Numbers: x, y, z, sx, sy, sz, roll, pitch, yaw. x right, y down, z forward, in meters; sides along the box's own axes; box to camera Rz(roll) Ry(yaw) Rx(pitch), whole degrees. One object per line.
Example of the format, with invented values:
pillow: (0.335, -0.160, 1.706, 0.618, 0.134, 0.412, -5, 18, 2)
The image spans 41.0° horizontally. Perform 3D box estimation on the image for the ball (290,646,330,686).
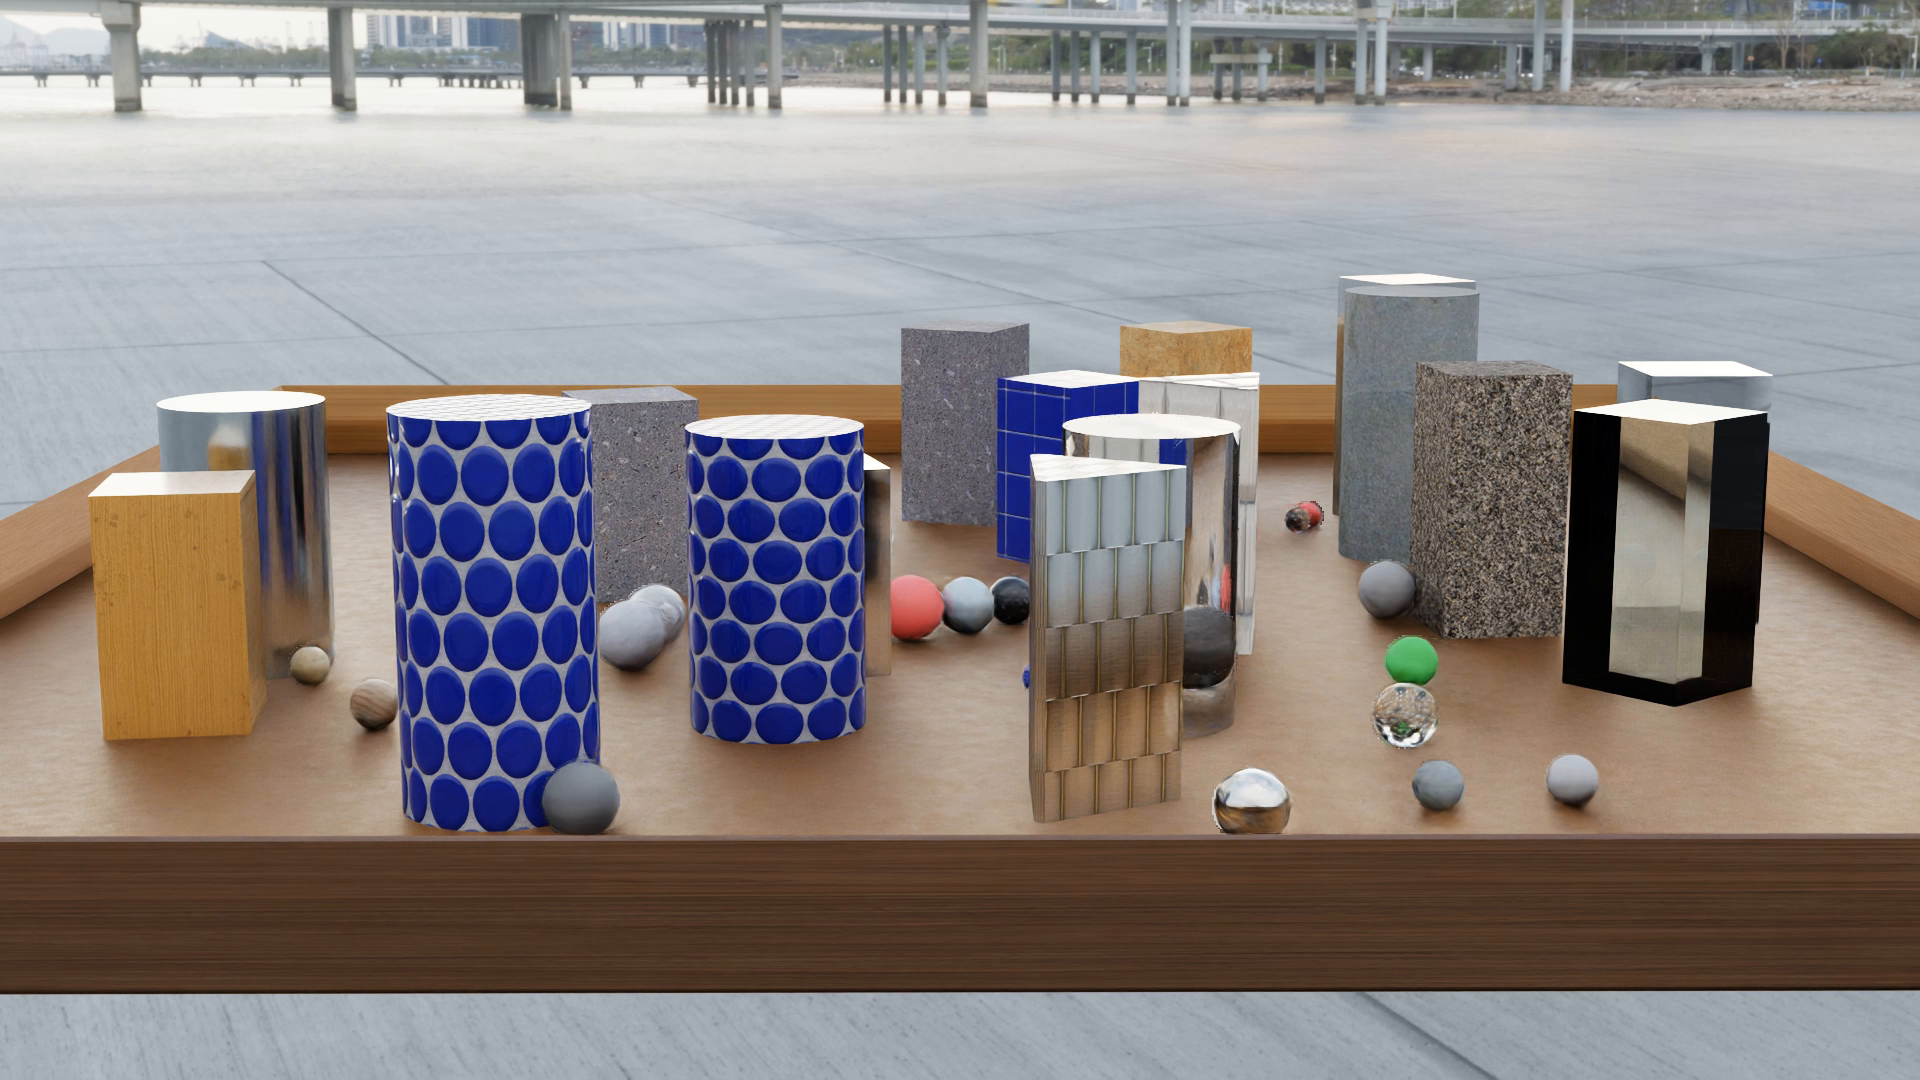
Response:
ball: (-0.772, 0.149, 3.047, 0.047, 0.047, 0.047, 0, 11, 0)

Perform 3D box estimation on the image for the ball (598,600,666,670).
ball: (-0.402, 0.116, 3.128, 0.084, 0.084, 0.084, 0, 11, 0)

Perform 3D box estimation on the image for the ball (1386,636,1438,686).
ball: (0.535, 0.144, 3.037, 0.061, 0.061, 0.061, 0, 11, 0)

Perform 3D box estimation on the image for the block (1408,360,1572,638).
block: (0.690, -0.056, 3.351, 0.157, 0.339, 0.157, -1, 11, -7)

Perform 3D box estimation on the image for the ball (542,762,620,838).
ball: (-0.361, 0.248, 2.445, 0.073, 0.073, 0.073, 0, 11, 0)

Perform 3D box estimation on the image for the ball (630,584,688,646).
ball: (-0.385, 0.096, 3.249, 0.078, 0.078, 0.078, 0, 11, 0)

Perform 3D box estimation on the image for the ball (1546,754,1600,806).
ball: (0.610, 0.239, 2.553, 0.051, 0.051, 0.051, 0, 11, 0)

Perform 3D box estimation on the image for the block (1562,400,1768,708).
block: (0.829, 0.011, 3.024, 0.157, 0.328, 0.157, -9, 14, -40)

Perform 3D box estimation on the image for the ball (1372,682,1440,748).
ball: (0.481, 0.189, 2.769, 0.071, 0.071, 0.071, 0, 11, 0)

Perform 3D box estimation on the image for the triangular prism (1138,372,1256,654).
triangular prism: (0.338, -0.041, 3.288, 0.170, 0.334, 0.147, 8, 13, 37)

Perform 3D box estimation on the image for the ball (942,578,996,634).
ball: (0.009, 0.085, 3.321, 0.074, 0.074, 0.074, 0, 11, 0)

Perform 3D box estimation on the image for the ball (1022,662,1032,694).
ball: (0.094, 0.161, 2.997, 0.043, 0.043, 0.043, 0, 11, 0)

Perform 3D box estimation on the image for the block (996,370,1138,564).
block: (0.166, -0.106, 3.815, 0.157, 0.269, 0.157, -9, 14, -40)

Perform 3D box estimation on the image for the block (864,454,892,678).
block: (-0.181, 0.030, 3.128, 0.157, 0.253, 0.157, -3, 11, -16)

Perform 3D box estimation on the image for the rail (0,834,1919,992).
rail: (0.008, 0.292, 2.051, 2.557, 0.128, 0.045, 0, 11, 0)

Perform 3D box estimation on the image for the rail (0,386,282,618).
rail: (-1.255, 0.034, 3.442, 0.045, 0.128, 2.890, 0, 11, 0)

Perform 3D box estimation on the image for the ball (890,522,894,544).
ball: (-0.131, -0.010, 3.859, 0.065, 0.065, 0.065, 0, 11, 0)

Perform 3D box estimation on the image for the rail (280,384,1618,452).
rail: (-0.008, -0.226, 4.846, 2.557, 0.128, 0.045, 0, 11, 0)

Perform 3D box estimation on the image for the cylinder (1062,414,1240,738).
cylinder: (0.212, 0.037, 2.868, 0.196, 0.332, 0.196, 0, 11, 0)

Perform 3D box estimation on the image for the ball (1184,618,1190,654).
ball: (0.222, 0.113, 3.031, 0.097, 0.097, 0.097, 0, 11, 0)

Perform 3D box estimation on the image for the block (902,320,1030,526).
block: (0.009, -0.193, 4.168, 0.157, 0.311, 0.157, 5, 11, 24)

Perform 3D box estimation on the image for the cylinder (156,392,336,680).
cylinder: (-0.869, -0.008, 3.134, 0.196, 0.325, 0.196, 0, 11, 0)

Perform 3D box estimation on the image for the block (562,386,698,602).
block: (-0.460, -0.066, 3.588, 0.157, 0.274, 0.157, -4, 11, -20)

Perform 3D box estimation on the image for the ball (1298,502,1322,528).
ball: (0.554, -0.039, 4.078, 0.041, 0.041, 0.041, 0, 11, 0)

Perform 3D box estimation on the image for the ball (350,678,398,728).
ball: (-0.650, 0.182, 2.851, 0.055, 0.055, 0.055, 0, 11, 0)

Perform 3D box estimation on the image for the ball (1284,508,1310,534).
ball: (0.532, -0.031, 4.035, 0.041, 0.041, 0.041, 0, 11, 0)

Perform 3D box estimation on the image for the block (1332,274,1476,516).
block: (0.714, -0.226, 4.135, 0.157, 0.389, 0.157, -4, 11, -22)

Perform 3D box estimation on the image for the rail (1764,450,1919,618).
rail: (1.255, 0.032, 3.456, 0.045, 0.128, 2.890, 0, 11, 0)

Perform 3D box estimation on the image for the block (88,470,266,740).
block: (-0.870, 0.069, 2.866, 0.157, 0.270, 0.157, -2, 11, -9)

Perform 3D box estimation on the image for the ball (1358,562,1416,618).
ball: (0.568, 0.067, 3.414, 0.076, 0.076, 0.076, 0, 11, 0)

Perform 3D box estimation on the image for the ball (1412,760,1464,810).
ball: (0.473, 0.243, 2.536, 0.050, 0.050, 0.050, 0, 11, 0)

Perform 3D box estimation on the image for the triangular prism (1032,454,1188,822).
triangular prism: (0.112, 0.090, 2.570, 0.170, 0.337, 0.147, -6, 12, -30)

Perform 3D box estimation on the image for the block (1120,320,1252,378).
block: (0.379, -0.214, 4.333, 0.157, 0.293, 0.157, -7, 13, -34)

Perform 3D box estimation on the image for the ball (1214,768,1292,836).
ball: (0.277, 0.252, 2.425, 0.073, 0.073, 0.073, 0, 11, 0)

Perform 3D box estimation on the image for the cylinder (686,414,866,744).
cylinder: (-0.204, 0.039, 2.851, 0.196, 0.334, 0.196, 0, 11, 0)

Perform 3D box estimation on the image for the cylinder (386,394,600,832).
cylinder: (-0.457, 0.067, 2.528, 0.196, 0.398, 0.196, 0, 11, 0)

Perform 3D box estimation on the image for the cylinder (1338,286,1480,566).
cylinder: (0.670, -0.174, 3.836, 0.196, 0.396, 0.196, 0, 11, 0)

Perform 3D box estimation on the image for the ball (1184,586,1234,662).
ball: (0.291, 0.103, 3.168, 0.094, 0.094, 0.094, 0, 11, 0)

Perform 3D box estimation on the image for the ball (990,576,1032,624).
ball: (0.068, 0.079, 3.377, 0.065, 0.065, 0.065, 0, 11, 0)

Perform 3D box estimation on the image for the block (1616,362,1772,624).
block: (0.972, -0.065, 3.426, 0.157, 0.330, 0.157, 0, 11, -2)

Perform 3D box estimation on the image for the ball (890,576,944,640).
ball: (-0.063, 0.087, 3.285, 0.084, 0.084, 0.084, 0, 11, 0)
